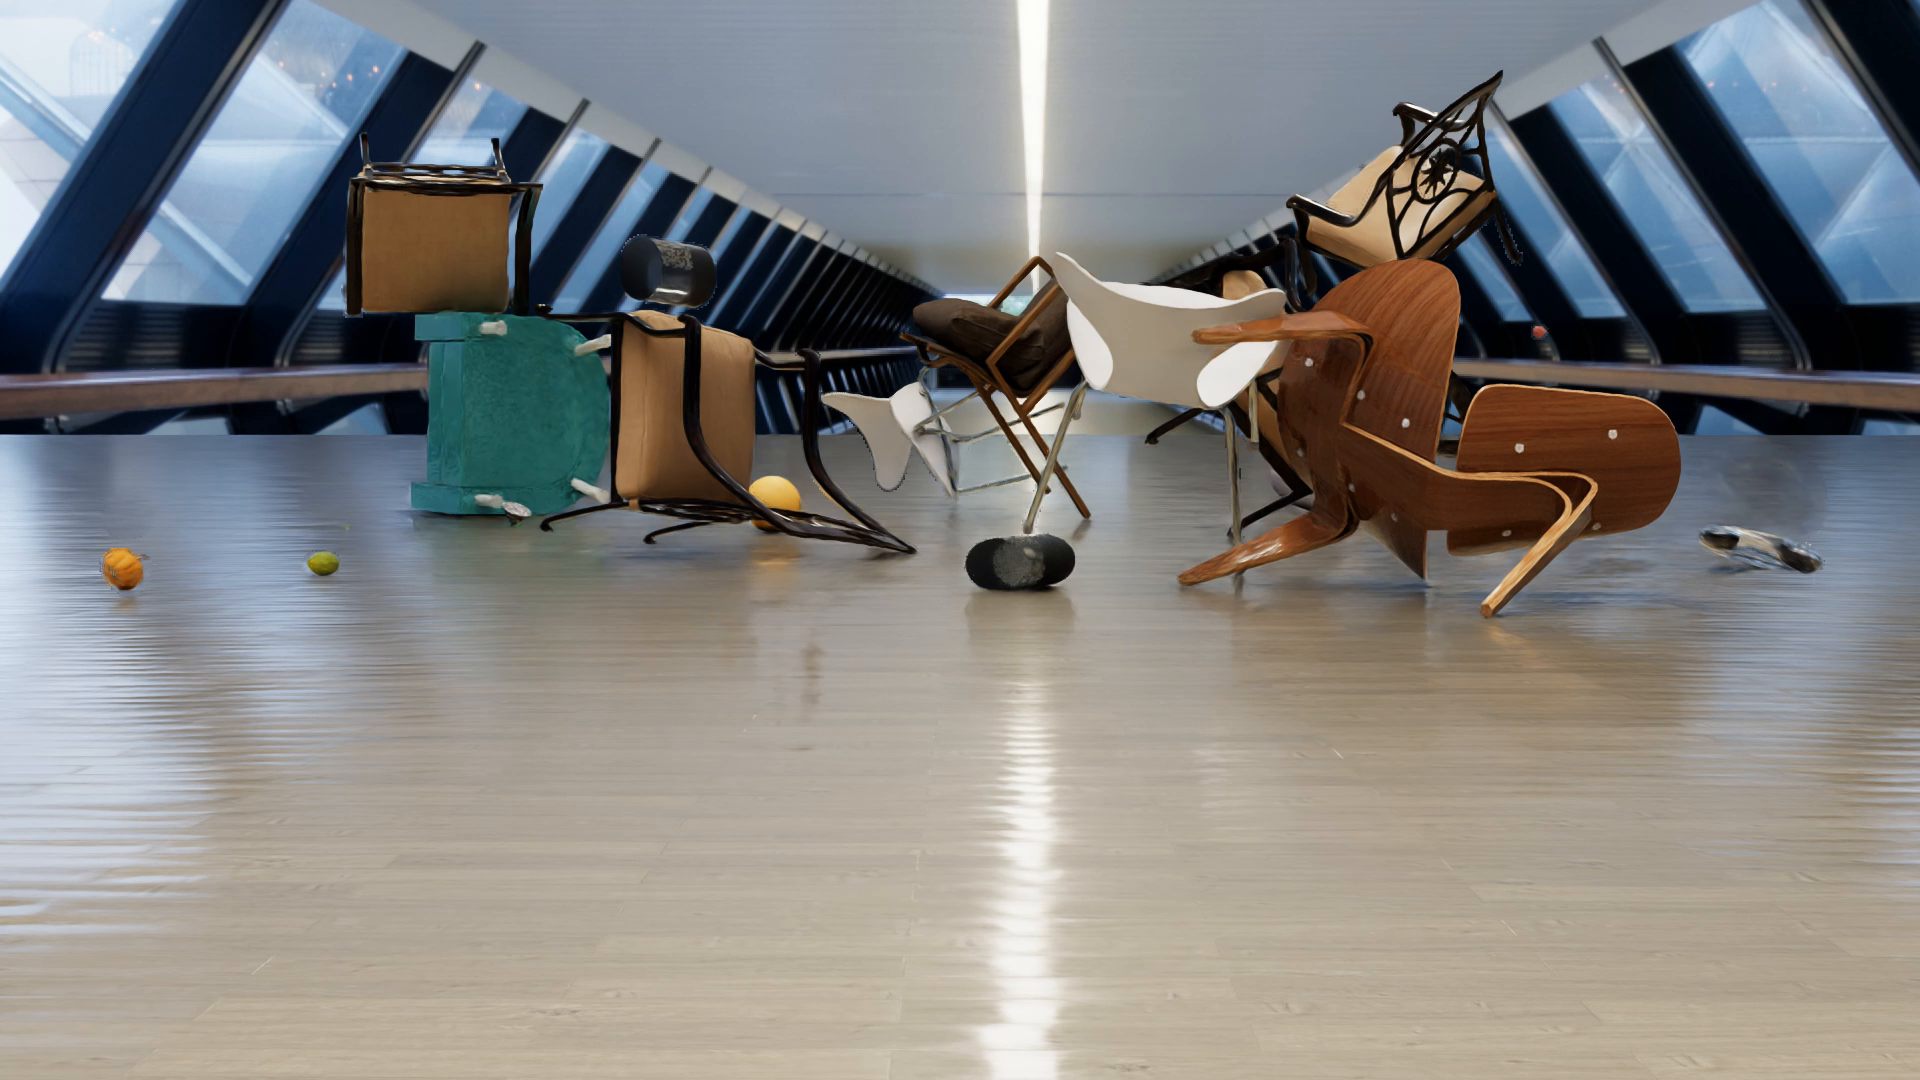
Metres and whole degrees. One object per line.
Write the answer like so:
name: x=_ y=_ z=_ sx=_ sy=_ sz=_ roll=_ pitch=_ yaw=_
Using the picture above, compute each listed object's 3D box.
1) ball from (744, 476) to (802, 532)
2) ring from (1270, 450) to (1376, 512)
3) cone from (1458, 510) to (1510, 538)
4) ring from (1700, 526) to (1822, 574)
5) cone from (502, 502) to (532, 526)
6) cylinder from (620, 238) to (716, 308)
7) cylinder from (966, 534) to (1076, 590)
ball: x=-0.587 y=-0.113 z=6.890 sx=0.178 sy=0.178 sz=0.178 roll=0 pitch=4 yaw=0
ring: x=1.323 y=-0.213 z=8.007 sx=0.388 sy=0.226 sz=0.117 roll=6 pitch=-5 yaw=17
cone: x=1.593 y=-0.031 z=6.706 sx=0.173 sy=0.060 sz=0.075 roll=-22 pitch=-28 yaw=-6
ring: x=1.968 y=0.024 z=5.412 sx=0.282 sy=0.064 sz=0.308 roll=17 pitch=-1 yaw=-24
cone: x=-1.455 y=-0.073 z=7.179 sx=0.100 sy=0.085 sz=0.052 roll=20 pitch=44 yaw=-7
cylinder: x=-0.914 y=-0.836 z=6.880 sx=0.223 sy=0.192 sz=0.201 roll=2 pitch=40 yaw=-50
cylinder: x=0.137 y=0.050 z=4.960 sx=0.184 sy=0.116 sz=0.166 roll=-3 pitch=1 yaw=43
